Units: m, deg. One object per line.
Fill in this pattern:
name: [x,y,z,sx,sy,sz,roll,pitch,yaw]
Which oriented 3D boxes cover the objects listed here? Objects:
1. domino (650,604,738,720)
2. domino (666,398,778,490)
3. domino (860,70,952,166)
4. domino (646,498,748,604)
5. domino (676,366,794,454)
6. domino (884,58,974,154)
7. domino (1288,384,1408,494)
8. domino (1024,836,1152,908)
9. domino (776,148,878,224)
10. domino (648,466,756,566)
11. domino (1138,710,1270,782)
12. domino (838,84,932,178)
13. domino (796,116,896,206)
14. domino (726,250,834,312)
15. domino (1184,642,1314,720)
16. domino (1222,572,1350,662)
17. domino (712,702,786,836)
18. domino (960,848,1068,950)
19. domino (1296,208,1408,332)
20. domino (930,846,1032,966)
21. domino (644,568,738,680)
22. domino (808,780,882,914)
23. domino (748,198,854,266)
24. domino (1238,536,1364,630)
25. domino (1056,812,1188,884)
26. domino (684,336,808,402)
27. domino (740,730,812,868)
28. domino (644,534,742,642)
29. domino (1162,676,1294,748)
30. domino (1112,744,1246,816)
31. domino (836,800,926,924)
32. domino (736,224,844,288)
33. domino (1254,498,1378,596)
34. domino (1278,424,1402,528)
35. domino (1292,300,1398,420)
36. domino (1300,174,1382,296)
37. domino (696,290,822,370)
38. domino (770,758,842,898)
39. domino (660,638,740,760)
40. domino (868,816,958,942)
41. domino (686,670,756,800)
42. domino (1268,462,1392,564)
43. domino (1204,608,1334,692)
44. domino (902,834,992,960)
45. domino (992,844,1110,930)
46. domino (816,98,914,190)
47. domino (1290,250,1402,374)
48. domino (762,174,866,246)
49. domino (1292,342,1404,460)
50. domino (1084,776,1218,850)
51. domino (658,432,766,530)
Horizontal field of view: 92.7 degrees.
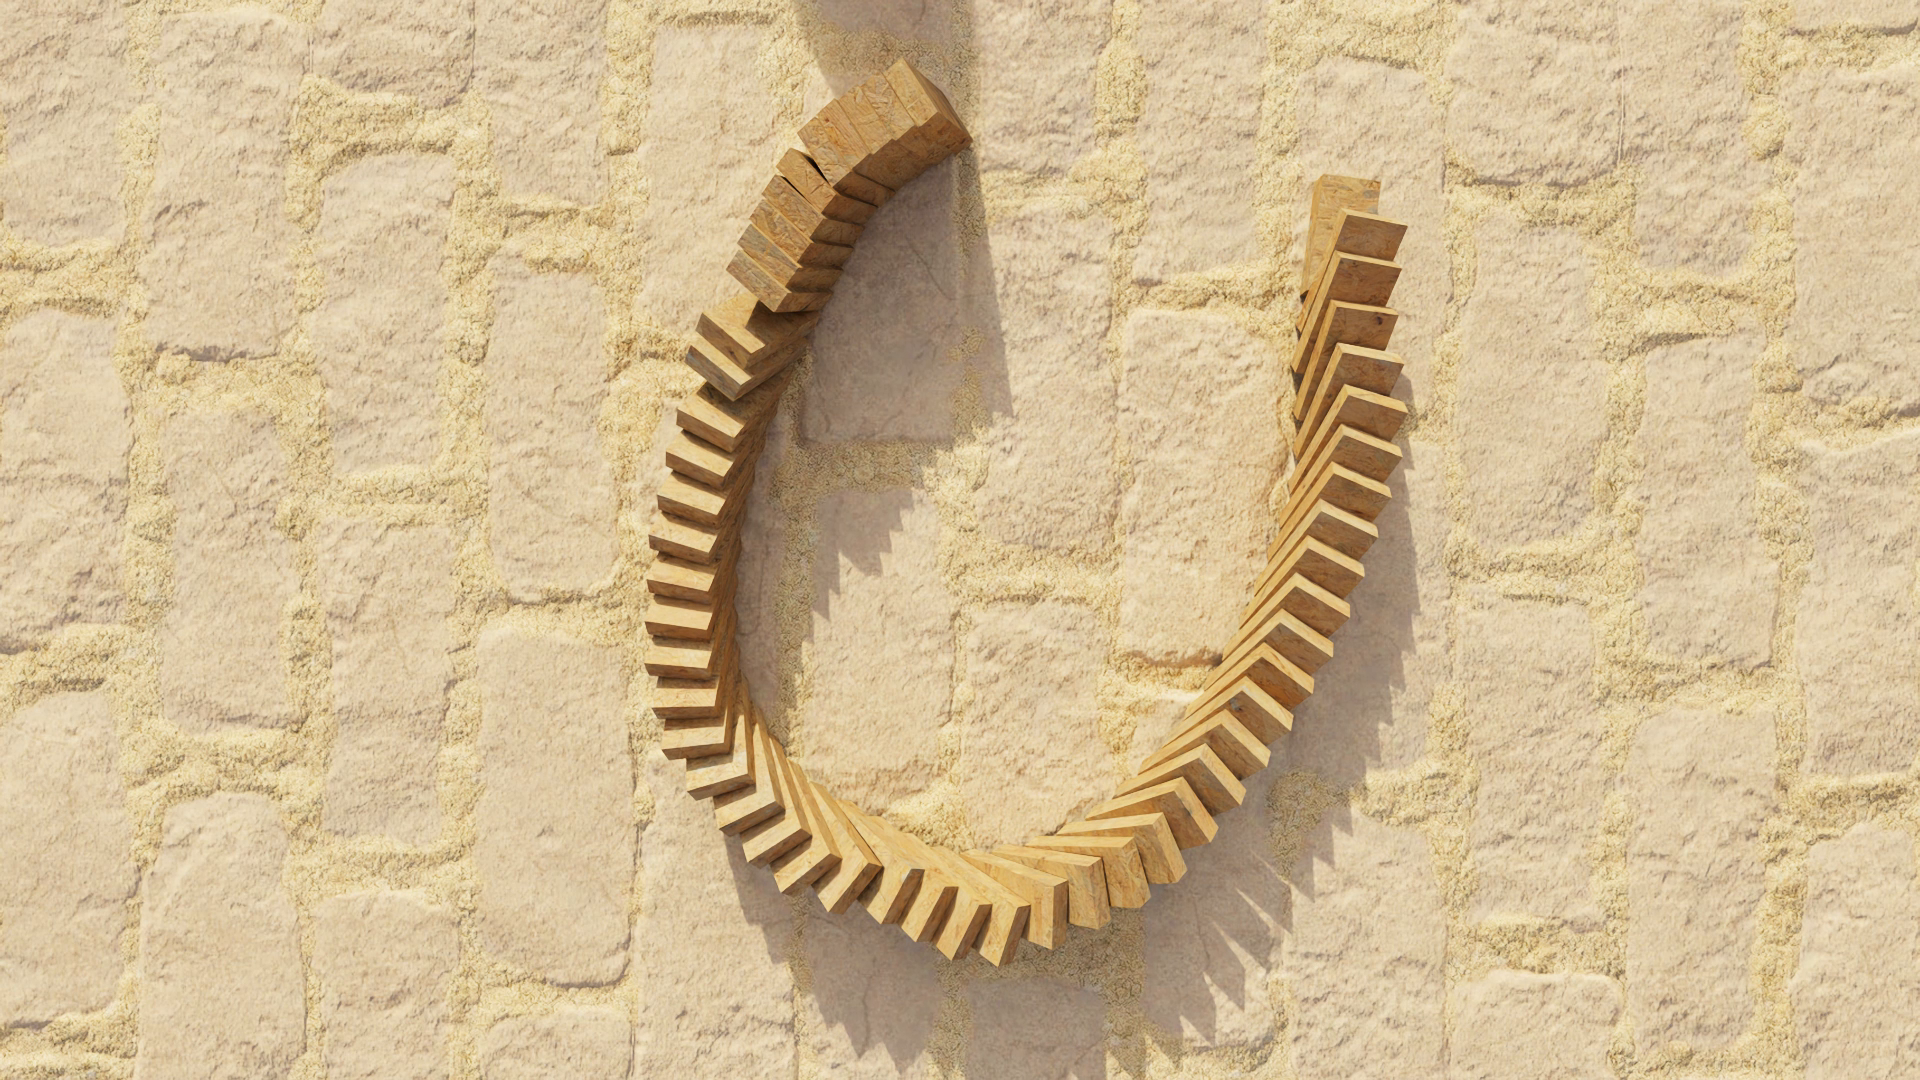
domino: [-0.109,0.050,0.380,0.025,0.010,0.050,-1,50,1]
domino: [-0.098,-0.045,0.381,0.025,0.010,0.050,24,51,0]
domino: [-0.021,-0.171,0.375,0.010,0.050,0.025,-33,90,20]
domino: [-0.108,0.002,0.380,0.025,0.010,0.050,11,50,0]
domino: [-0.093,-0.060,0.380,0.025,0.010,0.050,27,50,0]
domino: [-0.012,-0.176,0.375,0.010,0.050,0.025,-33,90,20]
domino: [0.160,-0.038,0.381,0.025,0.009,0.050,17,128,-1]
domino: [0.052,0.137,0.380,0.050,0.009,0.025,-16,90,41]
domino: [-0.053,-0.144,0.375,0.025,0.050,0.010,46,110,0]
domino: [-0.106,-0.014,0.380,0.025,0.010,0.050,17,51,0]
domino: [0.101,0.093,0.381,0.025,0.010,0.050,44,129,0]
domino: [-0.029,-0.166,0.375,0.009,0.050,0.025,-33,90,20]
domino: [-0.045,-0.154,0.375,0.009,0.050,0.025,-33,90,20]
domino: [-0.073,-0.106,0.375,0.025,0.050,0.010,41,110,0]
domino: [0.119,0.067,0.381,0.025,0.009,0.050,36,128,0]
domino: [0.135,0.039,0.381,0.025,0.009,0.050,31,128,0]
domino: [-0.091,0.094,0.380,0.025,0.010,0.050,-26,49,0]
domino: [0.021,0.148,0.380,0.050,0.010,0.025,2,90,42]
domino: [0.162,-0.109,0.382,0.025,0.010,0.050,10,124,-2]
domino: [0.004,0.151,0.380,0.050,0.010,0.025,19,92,41]
domino: [-0.110,0.033,0.380,0.025,0.009,0.050,5,50,1]
domino: [-0.056,0.126,0.380,0.025,0.009,0.050,-51,48,0]
domino: [-0.064,-0.125,0.375,0.025,0.050,0.009,42,110,0]
domino: [0.141,0.024,0.381,0.025,0.010,0.050,27,128,0]
domino: [0.066,0.129,0.380,0.050,0.010,0.025,-23,90,42]
domino: [-0.087,-0.078,0.378,0.025,0.050,0.010,39,130,0]
domino: [-0.081,0.107,0.380,0.025,0.010,0.050,-32,49,0]
domino: [-0.110,0.018,0.380,0.025,0.010,0.050,8,50,0]
domino: [0.110,0.080,0.381,0.025,0.009,0.050,40,128,0]
domino: [0.090,0.106,0.380,0.025,0.010,0.050,49,129,0]
domino: [-0.039,0.133,0.380,0.050,0.009,0.025,28,90,40]
domino: [-0.068,-0.116,0.375,0.025,0.050,0.010,42,110,0]
domino: [0.147,0.009,0.381,0.025,0.009,0.050,25,128,0]
domino: [0.157,-0.022,0.381,0.025,0.009,0.050,21,128,-1]
domino: [0.160,-0.073,0.383,0.025,0.009,0.050,8,123,0]
domino: [0.164,-0.130,0.395,0.025,0.010,0.050,8,90,0]
domino: [-0.082,-0.090,0.378,0.025,0.050,0.010,40,130,1]
domino: [-0.070,0.118,0.380,0.025,0.010,0.050,-39,48,1]
domino: [-0.107,0.065,0.380,0.025,0.010,0.050,-6,49,1]
domino: [-0.026,0.140,0.380,0.050,0.010,0.025,28,91,40]
domino: [-0.100,0.080,0.380,0.025,0.009,0.050,-16,49,0]
domino: [0.152,-0.006,0.381,0.025,0.009,0.050,23,128,0]
domino: [0.127,0.053,0.381,0.025,0.010,0.050,34,128,0]
domino: [-0.012,0.147,0.380,0.050,0.009,0.025,28,92,40]
domino: [0.037,0.143,0.380,0.050,0.009,0.025,-9,90,42]
domino: [-0.038,-0.161,0.375,0.010,0.050,0.025,-33,90,20]
domino: [0.160,-0.092,0.382,0.025,0.009,0.050,10,124,-2]
domino: [-0.059,-0.134,0.375,0.025,0.050,0.010,42,110,0]
domino: [0.161,-0.055,0.382,0.025,0.010,0.050,11,126,0]
domino: [0.079,0.117,0.380,0.050,0.009,0.025,-35,90,42]
domino: [-0.102,-0.029,0.381,0.025,0.010,0.050,19,51,0]
